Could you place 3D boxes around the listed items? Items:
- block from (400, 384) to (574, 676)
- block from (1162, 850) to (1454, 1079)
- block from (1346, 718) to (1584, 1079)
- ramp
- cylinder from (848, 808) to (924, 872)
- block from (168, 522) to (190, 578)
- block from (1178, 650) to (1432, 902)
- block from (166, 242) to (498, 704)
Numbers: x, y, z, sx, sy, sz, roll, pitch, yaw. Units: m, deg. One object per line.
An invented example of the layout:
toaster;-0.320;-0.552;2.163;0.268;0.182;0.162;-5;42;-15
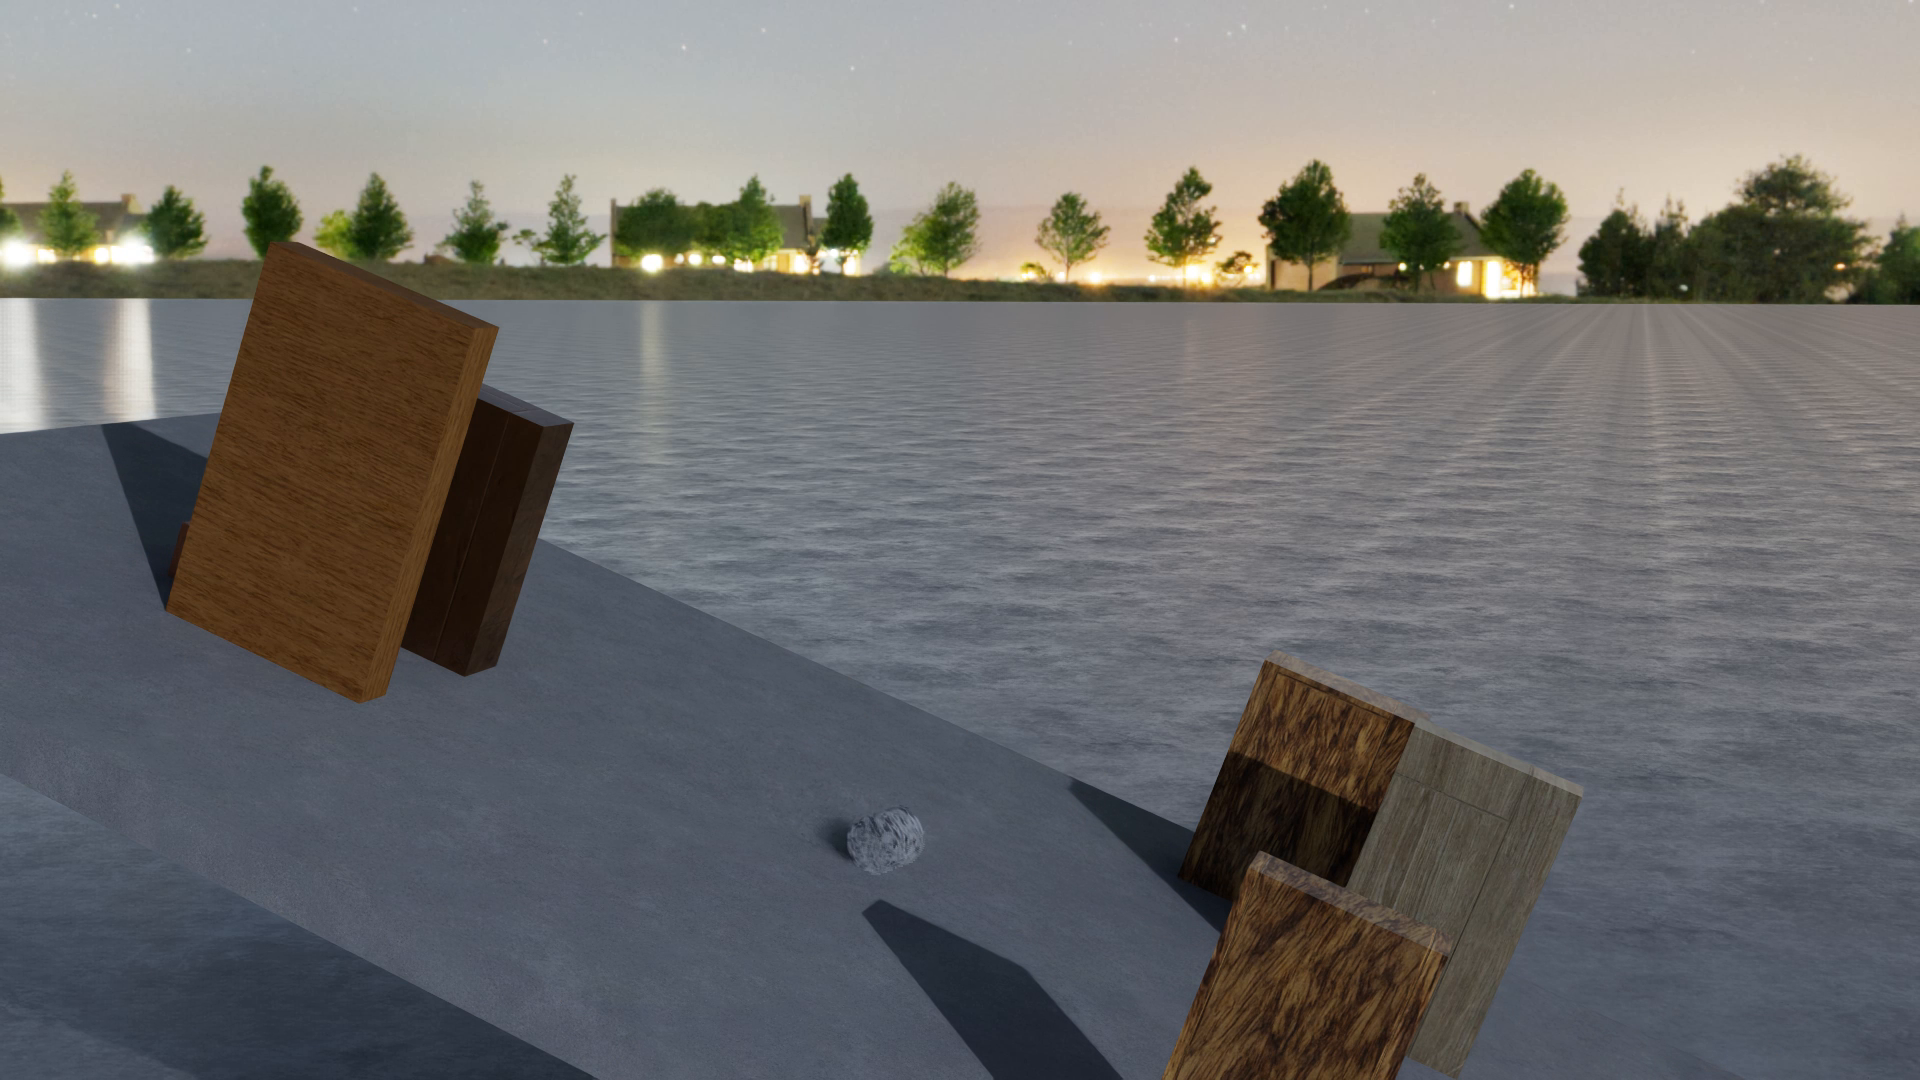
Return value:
block;-1.035;-0.052;4.375;0.373;0.530;0.127;23;13;13
block;0.448;0.764;3.115;0.292;0.569;0.096;23;13;13
block;0.901;0.675;4.145;0.325;0.595;0.086;23;13;13
ramp;-0.326;0.590;4.206;4.000;0.100;2.000;23;13;13
cylinder;-0.139;0.563;4.125;0.106;0.106;0.106;3;4;27
block;-1.458;0.034;4.315;0.113;0.113;0.113;24;13;18
block;0.724;0.541;4.637;0.353;0.510;0.136;23;13;13
block;-1.156;-0.124;4.027;0.436;0.730;0.088;23;13;13
